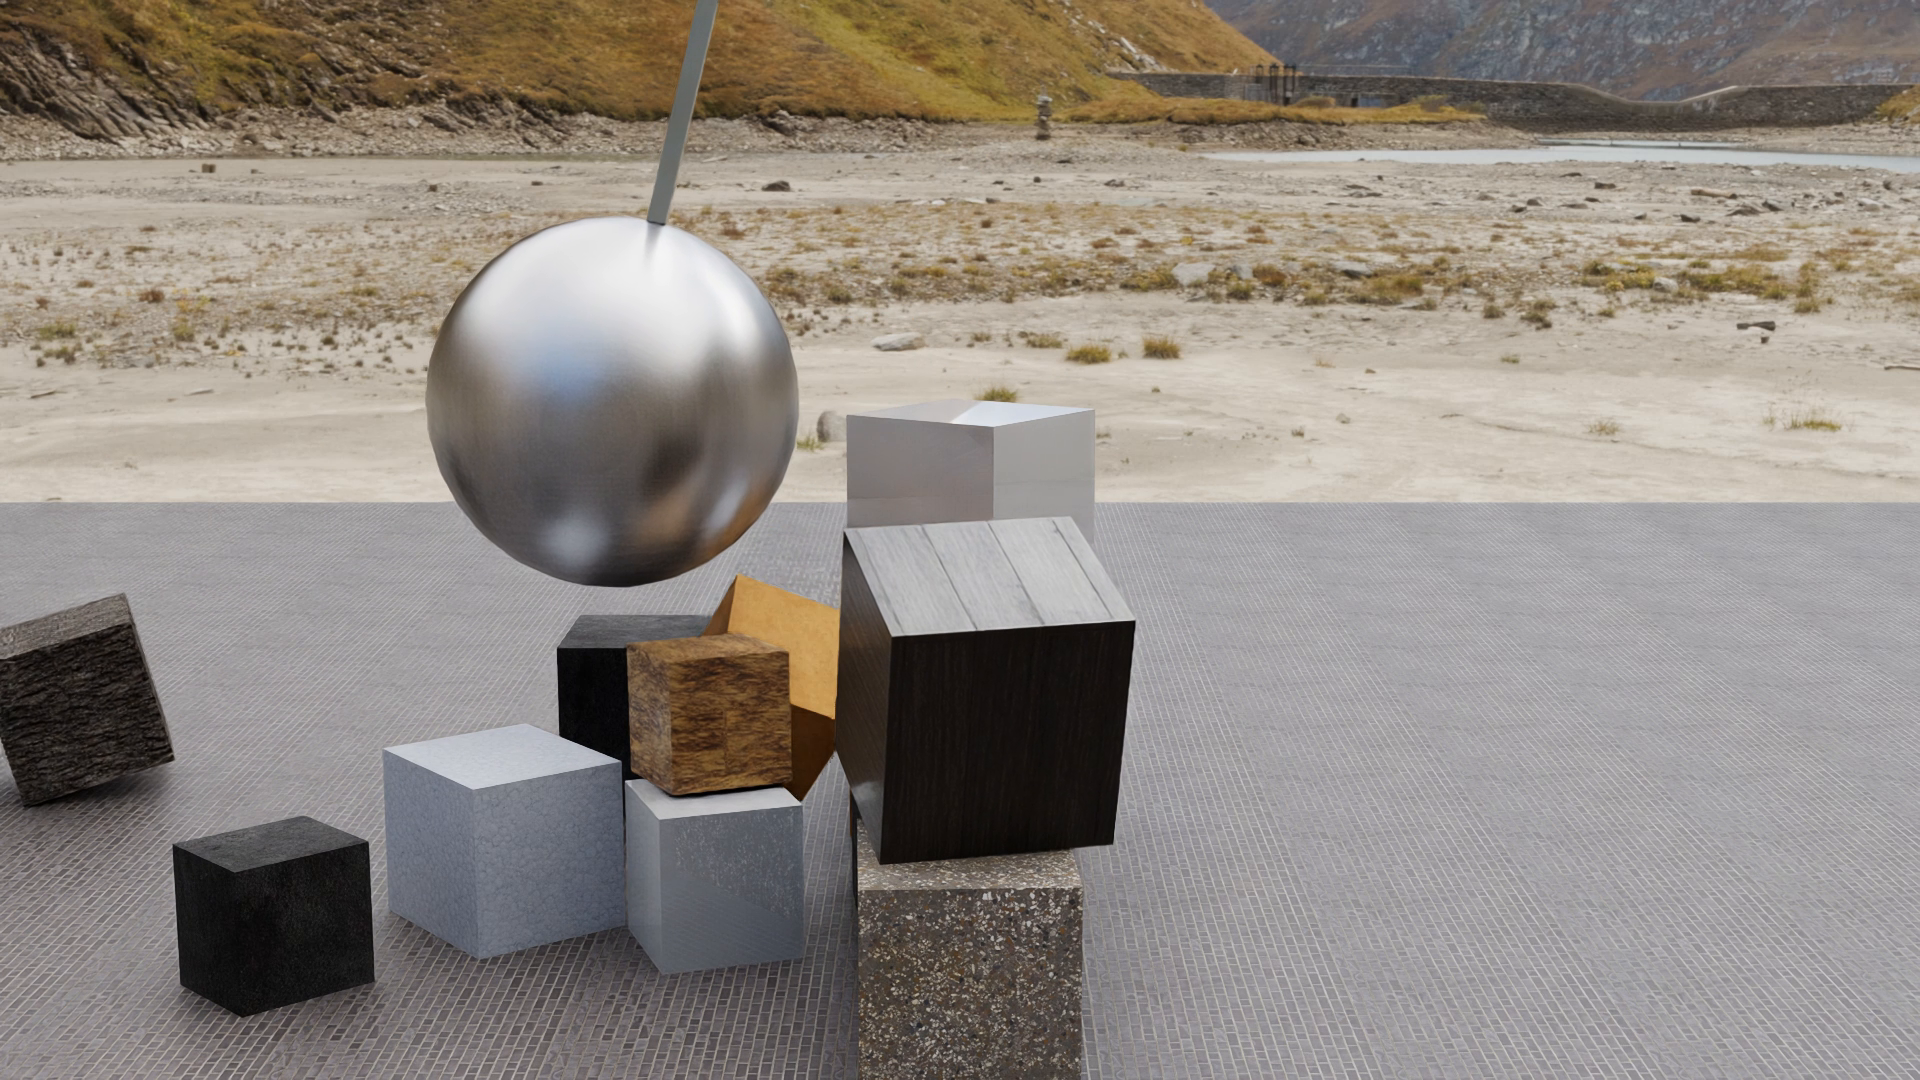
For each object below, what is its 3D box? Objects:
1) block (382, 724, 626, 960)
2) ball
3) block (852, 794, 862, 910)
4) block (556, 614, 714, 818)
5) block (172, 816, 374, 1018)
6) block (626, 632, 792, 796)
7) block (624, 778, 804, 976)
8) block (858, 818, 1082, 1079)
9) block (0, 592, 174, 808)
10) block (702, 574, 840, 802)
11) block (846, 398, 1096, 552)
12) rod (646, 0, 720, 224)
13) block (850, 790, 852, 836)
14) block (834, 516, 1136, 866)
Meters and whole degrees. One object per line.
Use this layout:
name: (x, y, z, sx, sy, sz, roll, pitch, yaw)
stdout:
block: (-1.914, 1.243, 10.754, 0.682, 0.707, 0.805, -8, 13, -38)
ball: (-1.491, -0.594, 11.072, 1.600, 1.600, 1.600, 0, 10, 0)
block: (-0.082, 1.202, 10.853, 0.709, 0.751, 0.616, -1, 10, -6)
block: (-1.511, 0.851, 12.565, 0.789, 0.829, 0.759, 0, 10, 0)
block: (-2.668, 1.453, 9.983, 0.568, 0.570, 0.494, -10, 14, -43)
block: (-1.036, 0.708, 10.580, 0.510, 0.541, 0.556, -4, 7, -24)
block: (-1.002, 1.336, 10.439, 0.585, 0.637, 0.596, -4, 11, -20)
block: (0.018, 1.485, 9.396, 0.781, 0.715, 0.869, 0, 10, -2)
block: (-4.409, 0.783, 12.794, 0.729, 0.732, 0.761, -18, 15, -16)
block: (-0.879, 0.695, 11.666, 0.628, 0.659, 0.657, 21, 42, -14)
block: (0.060, -0.153, 12.937, 0.882, 0.991, 0.919, 6, 11, 34)
rod: (-0.646, -3.834, 10.483, 0.080, 5.200, 0.080, 14, 10, -3)
block: (0.005, 0.878, 12.377, 1.039, 0.845, 0.997, 0, 10, 0)
block: (0.065, 0.536, 9.423, 0.874, 0.934, 0.826, -3, 28, -14)
